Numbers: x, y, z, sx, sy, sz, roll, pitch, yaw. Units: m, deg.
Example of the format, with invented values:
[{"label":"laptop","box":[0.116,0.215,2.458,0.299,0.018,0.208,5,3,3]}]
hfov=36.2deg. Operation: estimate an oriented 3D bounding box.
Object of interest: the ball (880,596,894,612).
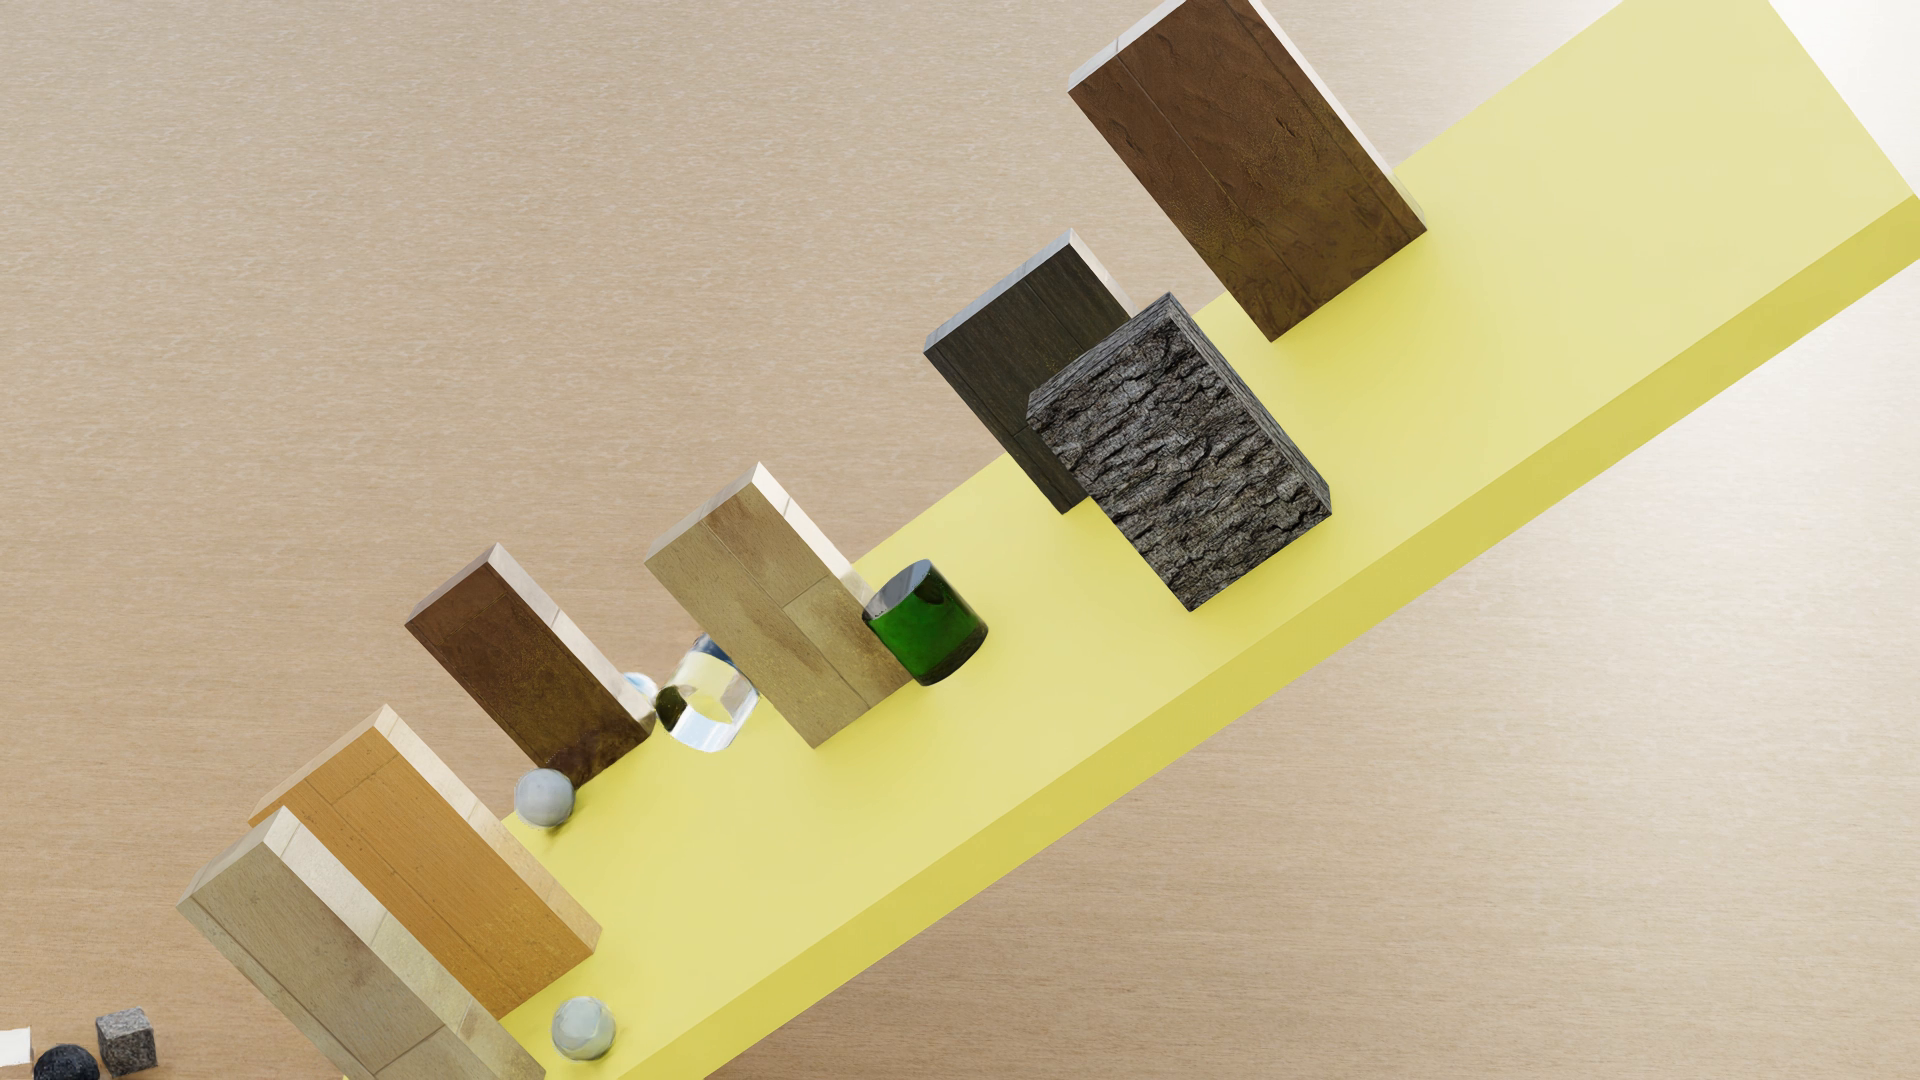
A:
[{"label":"ball","box":[-0.215,0.190,6.615,0.148,0.148,0.148,0,24,0]}]

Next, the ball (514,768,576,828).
[{"label":"ball","box":[-1.038,0.646,7.358,0.150,0.150,0.150,0,24,0]}]

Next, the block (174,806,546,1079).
[{"label":"block","box":[-1.187,0.899,5.864,0.246,0.772,0.143,-36,16,18]}]

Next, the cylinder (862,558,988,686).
[{"label":"cylinder","box":[-0.074,0.176,6.277,0.193,0.193,0.193,-37,16,13]}]

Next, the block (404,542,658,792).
[{"label":"block","box":[-1.083,0.331,7.455,0.290,0.612,0.120,-36,16,18]}]

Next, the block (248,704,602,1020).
[{"label":"block","box":[-1.159,0.730,6.395,0.385,0.697,0.105,-36,16,18]}]

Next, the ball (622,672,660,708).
[{"label":"ball","box":[-0.859,0.420,7.705,0.149,0.149,0.149,0,24,0]}]

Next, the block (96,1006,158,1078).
[{"label":"block","box":[-2.016,1.214,7.112,0.109,0.109,0.109,-13,27,-27]}]

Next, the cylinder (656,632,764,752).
[{"label":"cylinder","box":[-0.581,0.355,6.957,0.207,0.207,0.207,10,41,21]}]

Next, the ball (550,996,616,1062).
[{"label":"ball","box":[-0.747,0.970,5.837,0.129,0.129,0.129,0,24,0]}]

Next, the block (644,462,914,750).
[{"label":"block","box":[-0.377,0.146,6.380,0.311,0.565,0.113,-36,16,18]}]

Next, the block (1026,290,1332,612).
[{"label":"block","box":[0.410,-0.162,5.493,0.332,0.493,0.139,-36,16,18]}]

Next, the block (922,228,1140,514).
[{"label":"block","box":[0.234,-0.367,6.474,0.409,0.487,0.110,-36,16,18]}]

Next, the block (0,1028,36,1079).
[{"label":"block","box":[-2.265,1.266,6.939,0.152,0.152,0.152,-6,25,-14]}]

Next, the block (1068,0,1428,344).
[{"label":"block","box":[0.627,-0.845,6.403,0.423,0.722,0.148,-36,16,18]}]

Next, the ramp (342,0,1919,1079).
[{"label":"ramp","box":[0.121,0.185,6.340,4.000,0.100,2.000,-36,16,18]}]

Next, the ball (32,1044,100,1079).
[{"label":"ball","box":[-2.110,1.266,6.944,0.150,0.150,0.150,0,24,0]}]
